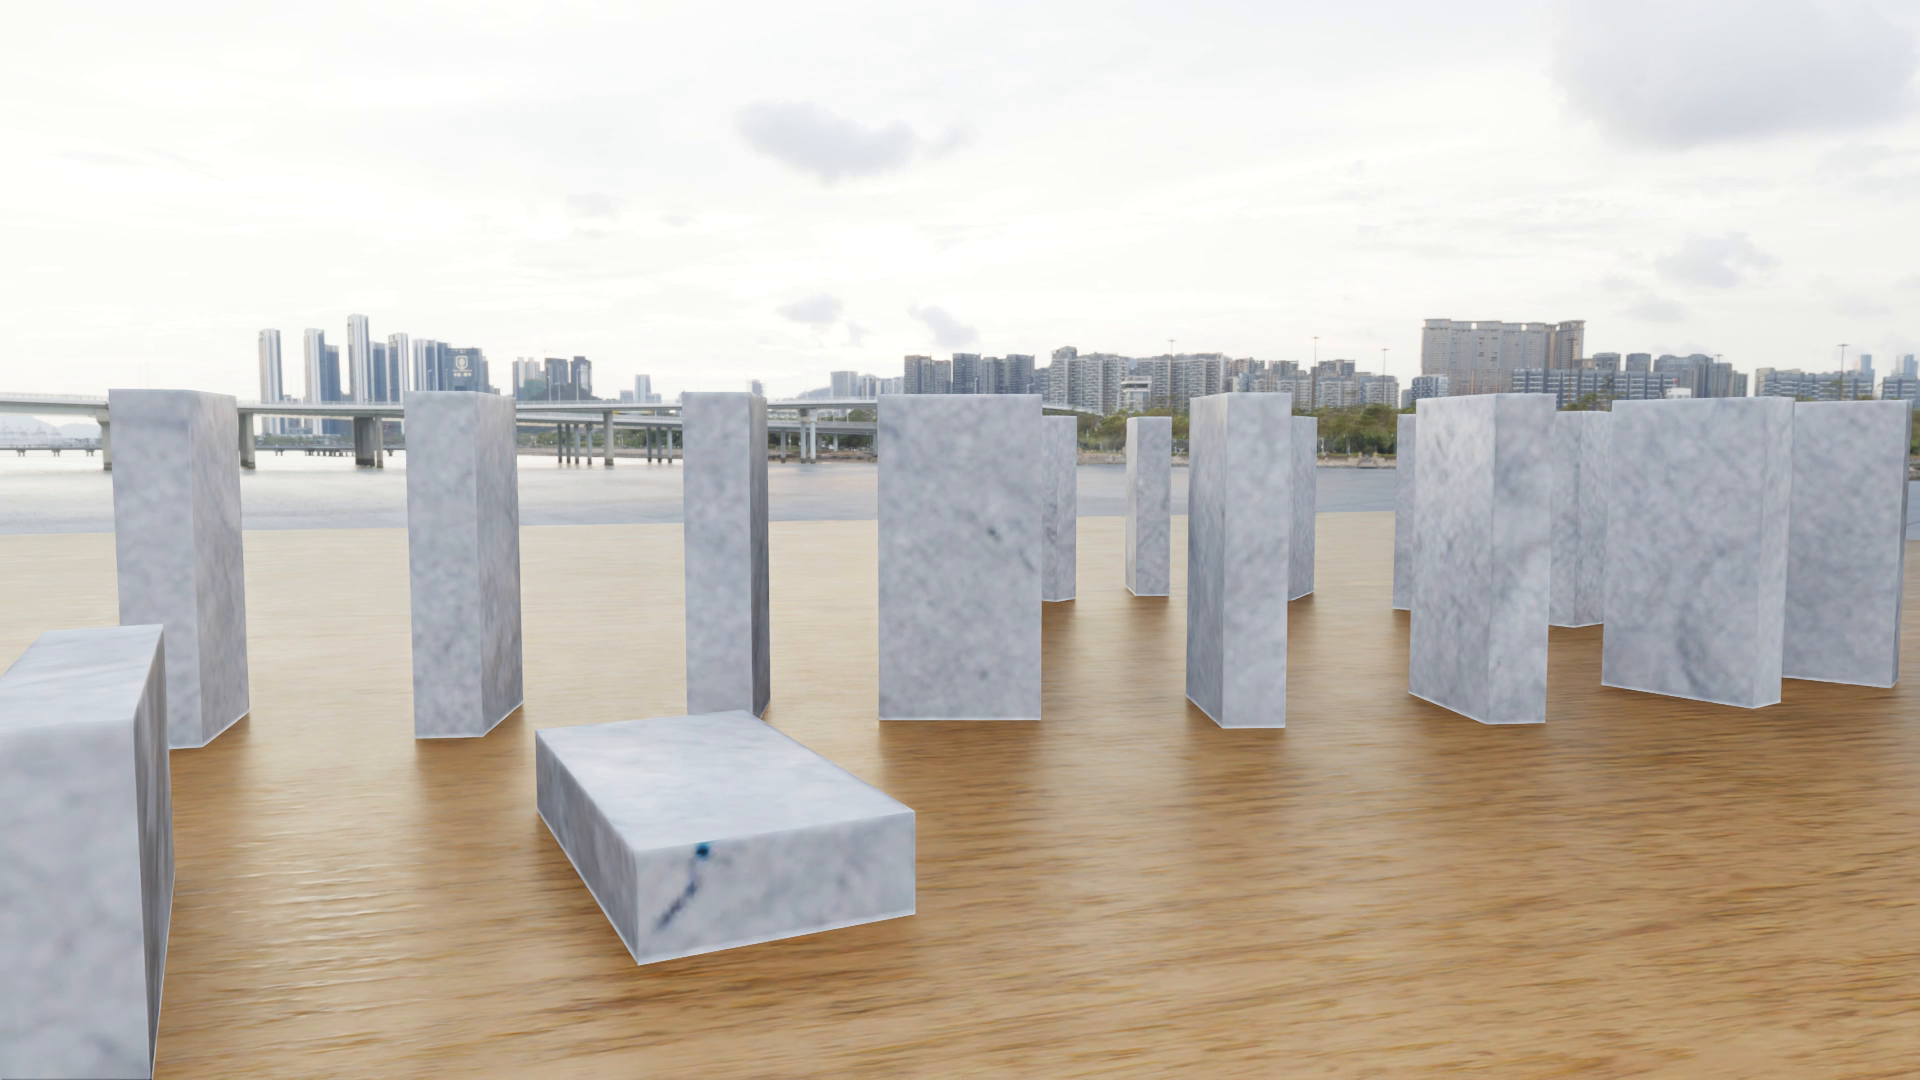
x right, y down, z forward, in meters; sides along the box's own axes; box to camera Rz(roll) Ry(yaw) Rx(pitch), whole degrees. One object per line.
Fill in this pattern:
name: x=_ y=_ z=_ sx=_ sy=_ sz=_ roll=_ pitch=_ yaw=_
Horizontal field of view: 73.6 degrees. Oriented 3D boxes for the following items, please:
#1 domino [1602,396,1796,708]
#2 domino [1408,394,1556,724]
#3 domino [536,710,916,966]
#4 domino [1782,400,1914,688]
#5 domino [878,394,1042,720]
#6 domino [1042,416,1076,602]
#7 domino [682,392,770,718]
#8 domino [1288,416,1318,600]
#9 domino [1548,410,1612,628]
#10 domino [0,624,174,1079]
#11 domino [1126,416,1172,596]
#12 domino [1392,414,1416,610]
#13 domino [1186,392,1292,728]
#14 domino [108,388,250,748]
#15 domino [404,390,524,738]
domino: x=0.124 y=0.001 z=0.217 sx=0.009 sy=0.050 sz=0.025 roll=-3 pitch=5 yaw=-34
domino: x=0.083 y=0.002 z=0.206 sx=0.010 sy=0.050 sz=0.025 roll=-1 pitch=4 yaw=-7
domino: x=-0.027 y=0.028 z=0.132 sx=0.025 sy=0.009 sz=0.050 roll=-2 pitch=5 yaw=-27
domino: x=0.156 y=0.000 z=0.233 sx=0.025 sy=0.050 sz=0.009 roll=4 pitch=6 yaw=42
domino: x=0.000 y=0.002 z=0.201 sx=0.025 sy=0.050 sz=0.009 roll=0 pitch=4 yaw=0
domino: x=0.019 y=-0.009 z=0.355 sx=0.025 sy=0.050 sz=0.009 roll=3 pitch=5 yaw=38
domino: x=-0.036 y=0.003 z=0.199 sx=0.009 sy=0.050 sz=0.025 roll=0 pitch=4 yaw=-2
domino: x=0.092 y=-0.009 z=0.359 sx=0.009 sy=0.050 sz=0.025 roll=2 pitch=5 yaw=29
domino: x=0.150 y=-0.005 z=0.306 sx=0.025 sy=0.050 sz=0.010 roll=-3 pitch=5 yaw=-34
domino: x=-0.069 y=0.022 z=0.102 sx=0.010 sy=0.025 sz=0.050 roll=-2 pitch=5 yaw=-30
domino: x=0.054 y=-0.010 z=0.371 sx=0.010 sy=0.050 sz=0.025 roll=0 pitch=4 yaw=1
domino: x=0.124 y=-0.008 z=0.336 sx=0.009 sy=0.050 sz=0.025 roll=4 pitch=6 yaw=42
domino: x=0.044 y=0.002 z=0.203 sx=0.010 sy=0.050 sz=0.025 roll=0 pitch=4 yaw=-3
domino: x=-0.114 y=0.003 z=0.189 sx=0.009 sy=0.050 sz=0.025 roll=-1 pitch=4 yaw=-16
domino: x=-0.075 y=0.003 z=0.197 sx=0.010 sy=0.050 sz=0.025 roll=0 pitch=4 yaw=-6
